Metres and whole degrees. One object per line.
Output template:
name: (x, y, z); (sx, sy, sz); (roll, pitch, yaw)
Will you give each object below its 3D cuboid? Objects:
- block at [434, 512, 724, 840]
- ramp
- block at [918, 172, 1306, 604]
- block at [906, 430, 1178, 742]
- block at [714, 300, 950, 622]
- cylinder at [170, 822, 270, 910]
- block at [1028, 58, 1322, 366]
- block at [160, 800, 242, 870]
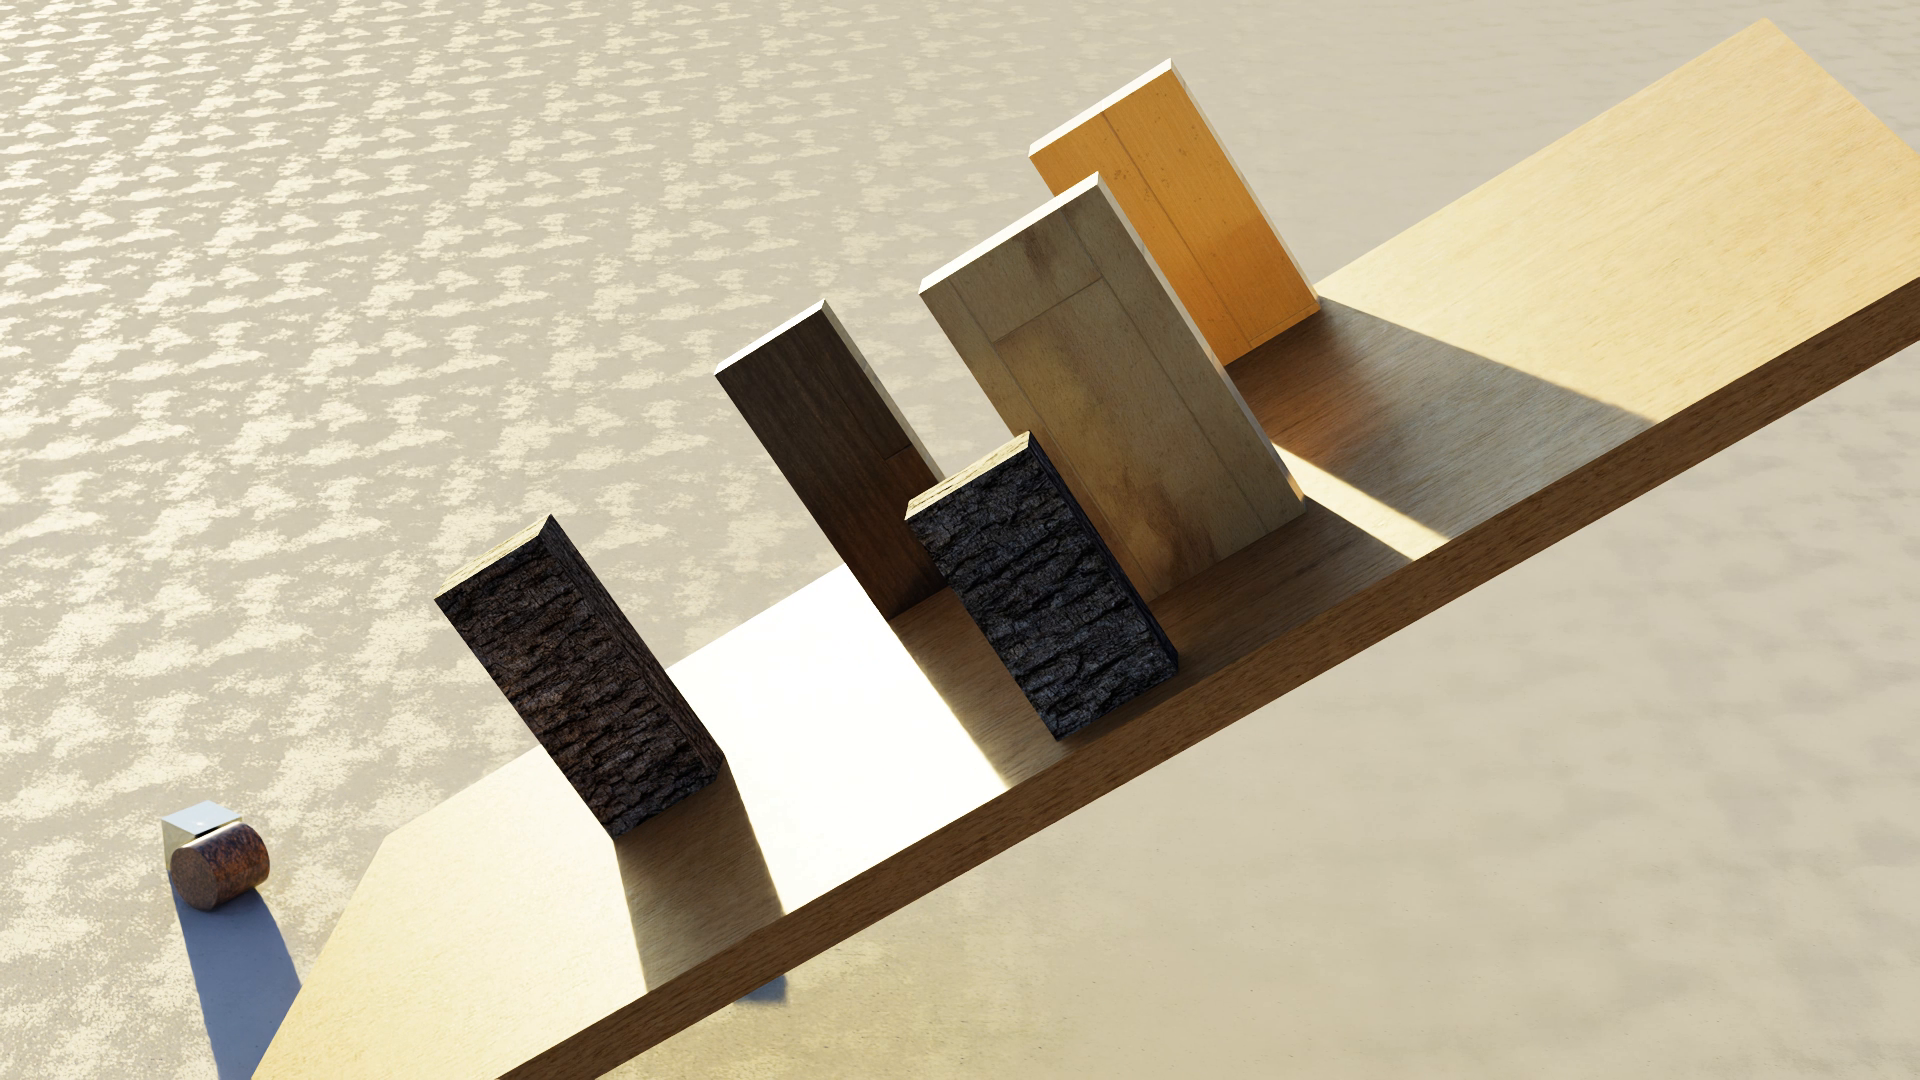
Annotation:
block: (-0.827, 0.302, 6.434); (0.279, 0.670, 0.144); (-31, 15, 14)
ramp: (0.140, 0.170, 6.294); (4.000, 0.100, 2.000); (-31, 15, 14)
block: (0.299, -0.279, 5.678); (0.399, 0.762, 0.105); (-31, 15, 14)
block: (0.152, 0.086, 5.349); (0.260, 0.509, 0.101); (-31, 15, 14)
block: (-0.234, -0.174, 6.612); (0.287, 0.694, 0.082); (-31, 15, 14)
cylinder: (-1.891, 0.833, 7.518); (0.176, 0.176, 0.176); (14, 24, 33)
block: (0.501, -0.728, 6.835); (0.381, 0.664, 0.124); (-31, 15, 14)
block: (-1.973, 0.790, 7.677); (0.147, 0.147, 0.147); (17, 26, 38)
